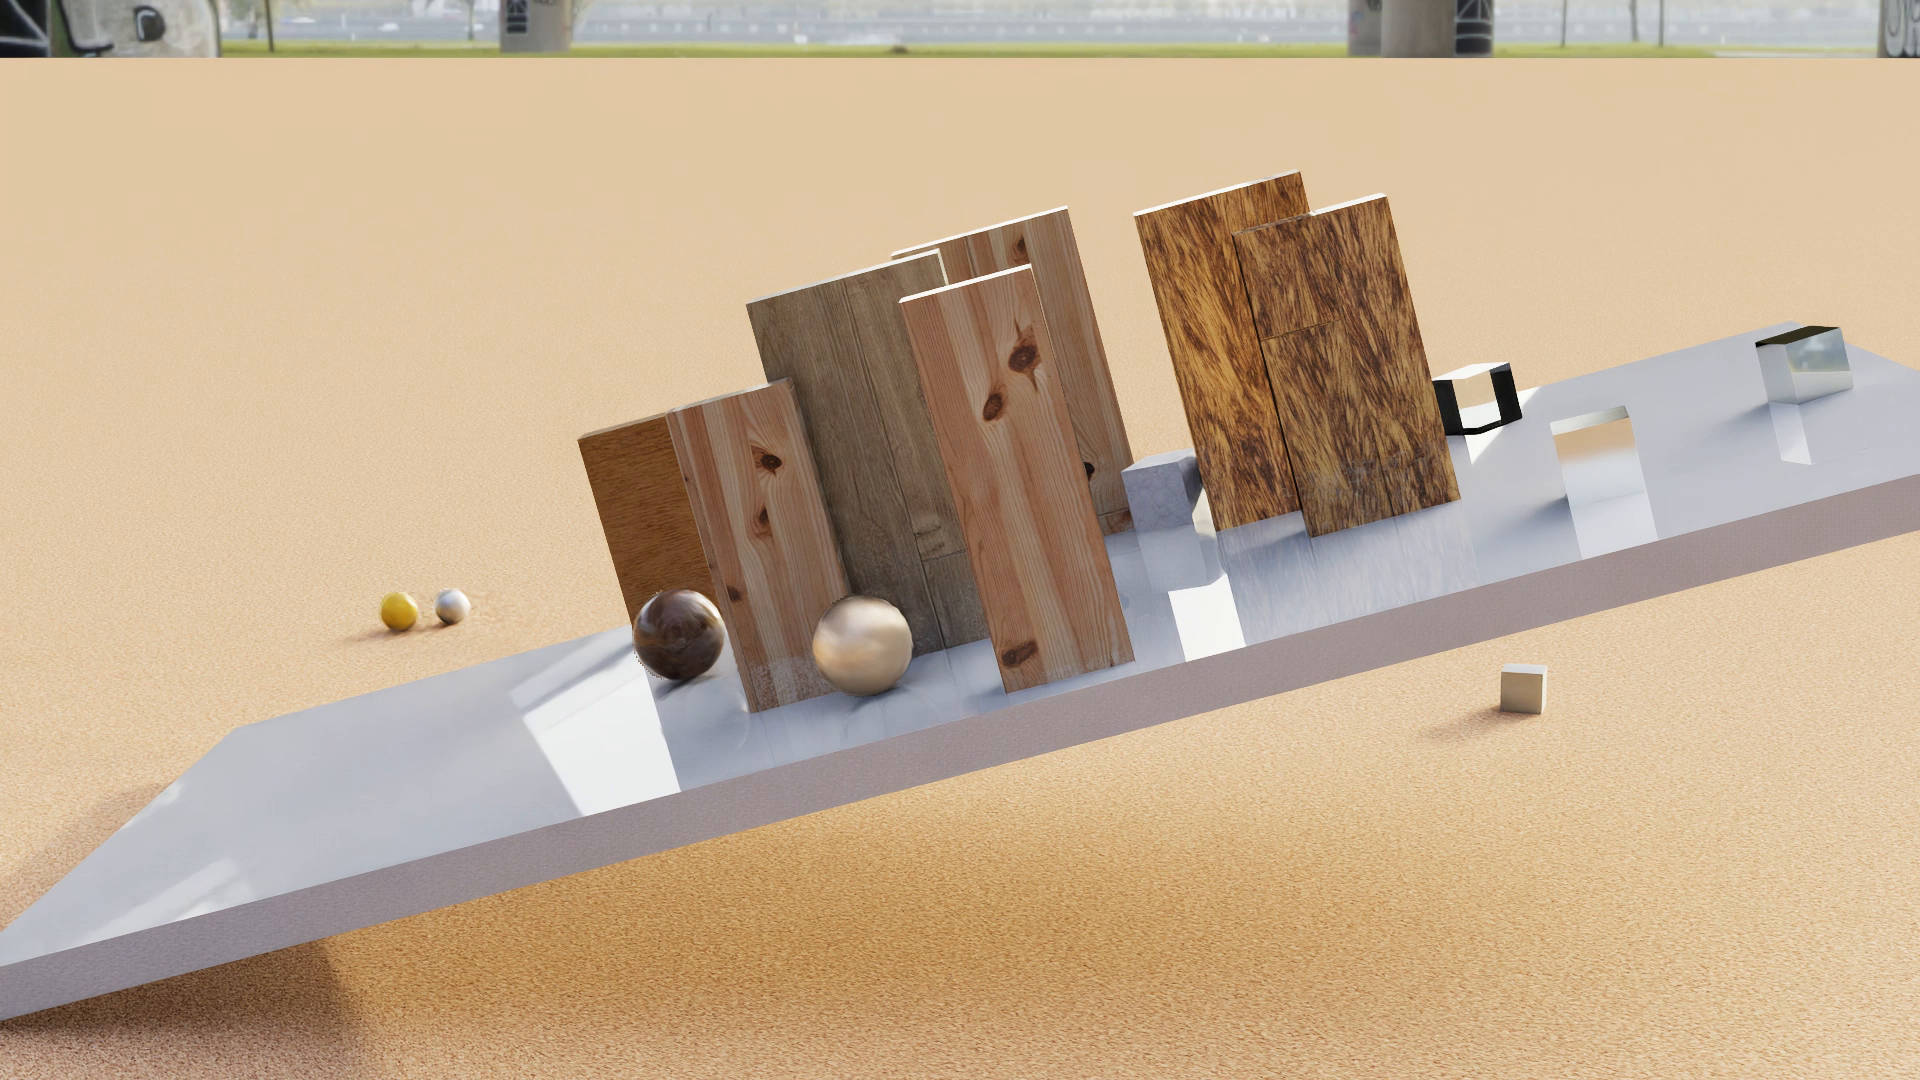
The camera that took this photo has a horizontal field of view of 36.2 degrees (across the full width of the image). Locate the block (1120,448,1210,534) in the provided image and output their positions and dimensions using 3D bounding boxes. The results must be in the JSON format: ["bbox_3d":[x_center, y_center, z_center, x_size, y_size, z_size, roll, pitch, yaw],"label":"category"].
[{"bbox_3d":[0.480,-0.115,6.729,0.147,0.147,0.147,-10,11,30],"label":"block"}]

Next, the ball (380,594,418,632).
[{"bbox_3d":[-1.735,0.223,9.101,0.117,0.117,0.117,0,10,0],"label":"ball"}]

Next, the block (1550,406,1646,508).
[{"bbox_3d":[1.248,-0.163,5.756,0.148,0.148,0.148,-13,9,11],"label":"block"}]

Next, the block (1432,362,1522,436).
[{"bbox_3d":[1.201,-0.328,6.853,0.135,0.135,0.135,-20,10,-27],"label":"block"}]

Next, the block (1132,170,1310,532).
[{"bbox_3d":[0.649,-0.415,6.457,0.369,0.716,0.114,-15,9,4],"label":"block"}]

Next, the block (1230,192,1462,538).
[{"bbox_3d":[0.801,-0.362,6.109,0.320,0.647,0.111,-15,9,4],"label":"block"}]

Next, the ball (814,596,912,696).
[{"bbox_3d":[-0.190,0.206,5.758,0.195,0.195,0.195,0,10,0],"label":"ball"}]

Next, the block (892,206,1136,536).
[{"bbox_3d":[0.142,-0.351,6.792,0.415,0.751,0.112,-15,9,4],"label":"block"}]

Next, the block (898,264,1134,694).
[{"bbox_3d":[0.108,-0.111,5.426,0.247,0.751,0.093,-15,9,4],"label":"block"}]

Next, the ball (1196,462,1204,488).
[{"bbox_3d":[0.634,-0.175,6.660,0.202,0.202,0.202,0,10,0],"label":"ball"}]

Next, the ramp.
[{"bbox_3d":[0.080,0.191,6.330,4.000,0.100,2.000,-15,9,4],"label":"ramp"}]

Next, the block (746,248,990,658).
[{"bbox_3d":[-0.134,-0.159,5.999,0.399,0.784,0.114,-15,9,4],"label":"block"}]

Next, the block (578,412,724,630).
[{"bbox_3d":[-0.706,-0.037,7.051,0.274,0.514,0.109,-15,9,4],"label":"block"}]

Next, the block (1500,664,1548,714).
[{"bbox_3d":[1.546,0.408,8.068,0.112,0.112,0.112,3,10,17],"label":"block"}]

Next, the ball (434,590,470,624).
[{"bbox_3d":[-1.592,0.208,9.212,0.108,0.108,0.108,0,10,0],"label":"ball"}]

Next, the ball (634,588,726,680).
[{"bbox_3d":[-0.614,0.207,6.432,0.200,0.200,0.200,0,10,0],"label":"ball"}]

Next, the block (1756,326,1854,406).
[{"bbox_3d":[1.772,-0.368,6.173,0.130,0.130,0.130,-17,9,-10],"label":"block"}]

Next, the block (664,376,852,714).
[{"bbox_3d":[-0.377,0.011,5.877,0.253,0.626,0.087,-15,9,4],"label":"block"}]
